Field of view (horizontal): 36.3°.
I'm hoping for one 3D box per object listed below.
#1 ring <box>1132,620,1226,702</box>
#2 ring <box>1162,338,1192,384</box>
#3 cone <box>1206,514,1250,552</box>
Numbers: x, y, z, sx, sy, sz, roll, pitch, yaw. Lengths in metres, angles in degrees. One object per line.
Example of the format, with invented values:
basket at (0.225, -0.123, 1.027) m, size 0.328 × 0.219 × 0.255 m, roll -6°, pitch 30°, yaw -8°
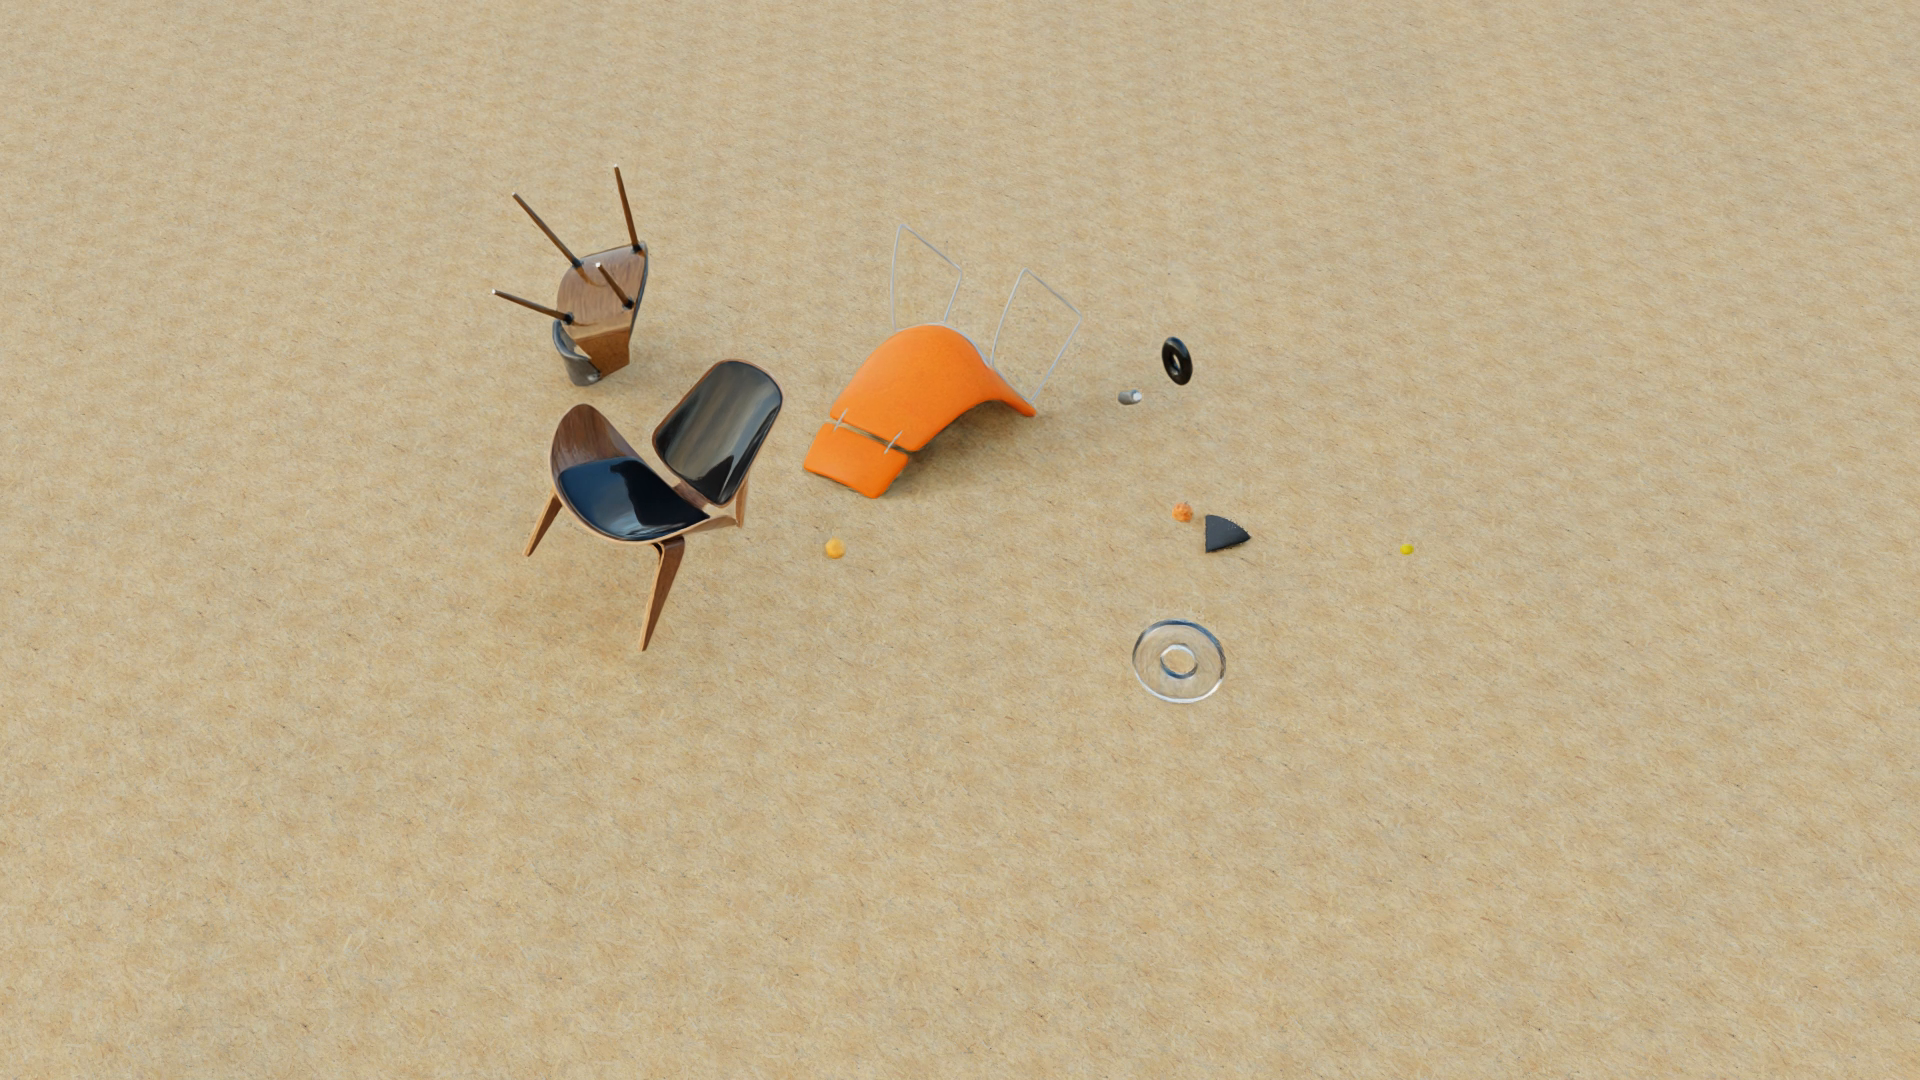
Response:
ring at (0.748, 0.414, 10.020) m, size 0.324 × 0.328 × 0.084 m, roll 1°, pitch 30°, yaw 13°
ring at (0.844, -0.696, 11.392) m, size 0.125 × 0.217 × 0.056 m, roll 16°, pitch 45°, yaw 37°
cone at (0.954, 0.002, 10.900) m, size 0.206 × 0.096 × 0.144 m, roll 25°, pitch 60°, yaw 31°
